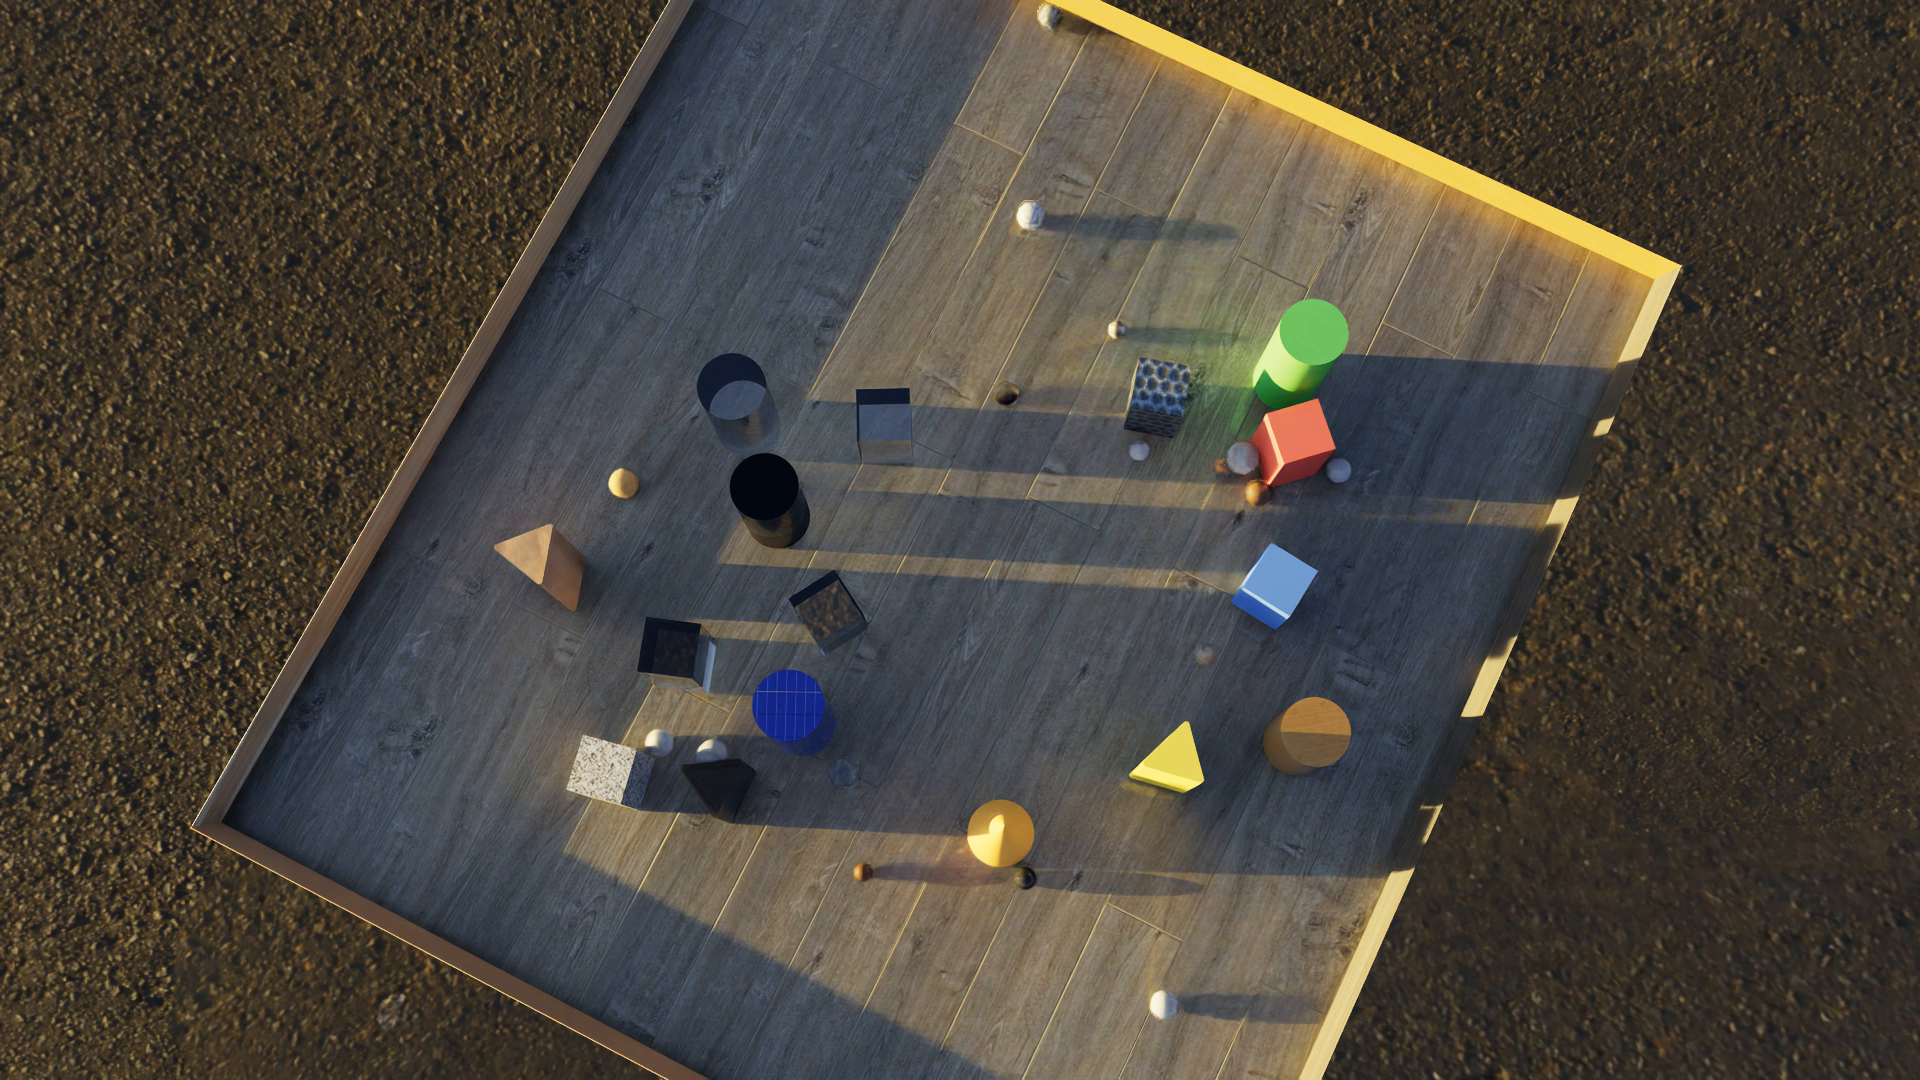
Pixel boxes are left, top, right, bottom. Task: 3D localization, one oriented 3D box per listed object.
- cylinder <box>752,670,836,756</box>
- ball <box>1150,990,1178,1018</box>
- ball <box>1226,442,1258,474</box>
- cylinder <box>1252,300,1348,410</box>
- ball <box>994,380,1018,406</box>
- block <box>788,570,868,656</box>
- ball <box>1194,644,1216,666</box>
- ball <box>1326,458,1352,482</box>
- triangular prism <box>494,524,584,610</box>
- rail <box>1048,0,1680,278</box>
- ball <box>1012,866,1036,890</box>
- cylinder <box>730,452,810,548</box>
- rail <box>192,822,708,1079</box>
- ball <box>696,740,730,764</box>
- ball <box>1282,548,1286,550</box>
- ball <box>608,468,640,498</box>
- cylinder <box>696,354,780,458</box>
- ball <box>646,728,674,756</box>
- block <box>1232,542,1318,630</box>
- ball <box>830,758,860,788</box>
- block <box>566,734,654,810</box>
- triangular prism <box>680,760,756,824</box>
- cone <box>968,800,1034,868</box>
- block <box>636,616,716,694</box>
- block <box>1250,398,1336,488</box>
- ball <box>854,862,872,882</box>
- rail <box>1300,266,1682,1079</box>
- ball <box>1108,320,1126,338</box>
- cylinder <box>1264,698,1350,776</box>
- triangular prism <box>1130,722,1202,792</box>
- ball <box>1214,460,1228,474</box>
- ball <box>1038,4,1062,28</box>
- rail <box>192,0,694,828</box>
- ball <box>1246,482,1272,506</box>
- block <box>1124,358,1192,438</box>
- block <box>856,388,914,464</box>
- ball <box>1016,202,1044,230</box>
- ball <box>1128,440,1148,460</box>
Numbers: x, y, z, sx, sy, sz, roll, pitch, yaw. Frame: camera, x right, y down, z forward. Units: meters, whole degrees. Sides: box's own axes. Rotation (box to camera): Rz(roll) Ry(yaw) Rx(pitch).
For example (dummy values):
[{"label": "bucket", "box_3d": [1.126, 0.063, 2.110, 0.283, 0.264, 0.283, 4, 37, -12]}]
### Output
[{"label": "cylinder", "box_3d": [-0.473, 0.502, 5.273, 0.198, 0.469, 0.198, 0, 78, 0]}, {"label": "ball", "box_3d": [0.590, 1.342, 5.298, 0.080, 0.080, 0.080, 0, 78, 0]}, {"label": "ball", "box_3d": [0.866, -0.252, 5.618, 0.099, 0.099, 0.099, 0, 78, 0]}, {"label": "cylinder", "box_3d": [1.013, -0.546, 5.481, 0.198, 0.486, 0.198, 0, 78, 0]}, {"label": "ball", "box_3d": [0.143, -0.453, 5.671, 0.078, 0.078, 0.078, 0, 78, 0]}, {"label": "block", "box_3d": [-0.389, 0.218, 5.442, 0.159, 0.253, 0.159, -32, 80, -6]}, {"label": "ball", "box_3d": [0.736, 0.344, 5.512, 0.065, 0.065, 0.065, 0, 78, 0]}, {"label": "ball", "box_3d": [1.161, -0.213, 5.622, 0.076, 0.076, 0.076, 0, 78, 0]}, {"label": "triangular prism", "box_3d": [-1.194, 0.061, 5.367, 0.172, 0.464, 0.149, 38, 81, 7]}, {"label": "rail", "box_3d": [0.779, -1.520, 5.864, 3.223, 0.129, 0.045, 26, 80, 5]}, {"label": "ball", "box_3d": [0.189, 0.992, 5.377, 0.068, 0.068, 0.068, 0, 78, 0]}, {"label": "cylinder", "box_3d": [-0.559, -0.112, 5.433, 0.198, 0.405, 0.198, 0, 78, 0]}, {"label": "rail", "box_3d": [-0.779, 1.533, 5.232, 3.223, 0.129, 0.045, 26, 80, 5]}, {"label": "ball", "box_3d": [-0.732, 0.639, 5.435, 0.097, 0.097, 0.097, 0, 78, 0]}, {"label": "ball", "box_3d": [0.979, 0.044, 5.586, 0.041, 0.041, 0.041, 0, 78, 0]}, {"label": "ball", "box_3d": [-1.028, -0.174, 5.606, 0.091, 0.091, 0.091, 0, 78, 0]}, {"label": "cylinder", "box_3d": [-0.655, -0.395, 5.470, 0.198, 0.447, 0.198, 0, 78, 0]}, {"label": "ball", "box_3d": [-0.894, 0.603, 5.450, 0.083, 0.083, 0.083, 0, 78, 0]}, {"label": "block", "box_3d": [0.933, 0.140, 5.458, 0.159, 0.255, 0.159, 32, 80, 6]}, {"label": "ball", "box_3d": [-0.342, 0.692, 5.428, 0.089, 0.089, 0.089, 0, 78, 0]}, {"label": "block", "box_3d": [-1.009, 0.678, 5.315, 0.159, 0.316, 0.159, 14, 79, 3]}, {"label": "triangular prism", "box_3d": [-0.671, 0.694, 5.285, 0.149, 0.367, 0.172, -35, 80, -7]}, {"label": "cone", "box_3d": [0.121, 0.824, 5.216, 0.198, 0.450, 0.198, 0, 78, 0]}, {"label": "block", "box_3d": [-0.826, 0.340, 5.370, 0.159, 0.344, 0.159, 7, 78, 2]}, {"label": "block", "box_3d": [0.997, -0.286, 5.512, 0.159, 0.320, 0.159, -17, 79, -3]}, {"label": "ball", "box_3d": [-0.283, 0.976, 5.387, 0.053, 0.053, 0.053, 0, 78, 0]}, {"label": "rail", "box_3d": [1.420, 0.702, 5.404, 0.045, 0.129, 3.533, 26, 80, 5]}, {"label": "ball", "box_3d": [0.490, -0.657, 5.725, 0.054, 0.054, 0.054, 0, 78, 0]}, {"label": "cylinder", "box_3d": [1.007, 0.575, 5.337, 0.198, 0.315, 0.198, 0, 78, 0]}, {"label": "triangular prism", "box_3d": [0.609, 0.616, 5.274, 0.172, 0.421, 0.149, 16, 79, 3]}, {"label": "ball", "box_3d": [0.805, -0.226, 5.642, 0.041, 0.041, 0.041, 0, 78, 0]}, {"label": "ball", "box_3d": [0.293, -1.695, 5.929, 0.076, 0.076, 0.076, 0, 78, 0]}, {"label": "rail", "box_3d": [-1.420, -0.689, 5.692, 0.045, 0.129, 3.533, 26, 80, 5]}, {"label": "ball", "box_3d": [0.913, -0.142, 5.607, 0.076, 0.076, 0.076, 0, 78, 0]}, {"label": "block", "box_3d": [0.599, -0.431, 5.578, 0.159, 0.250, 0.159, 10, 79, 2]}, {"label": "block", "box_3d": [-0.227, -0.343, 5.546, 0.159, 0.277, 0.159, -1, 78, 0]}, {"label": "ball", "box_3d": [0.222, -1.022, 5.784, 0.087, 0.087, 0.087, 0, 78, 0]}, {"label": "ball", "box_3d": [0.551, -0.275, 5.642, 0.062, 0.062, 0.062, 0, 78, 0]}]
